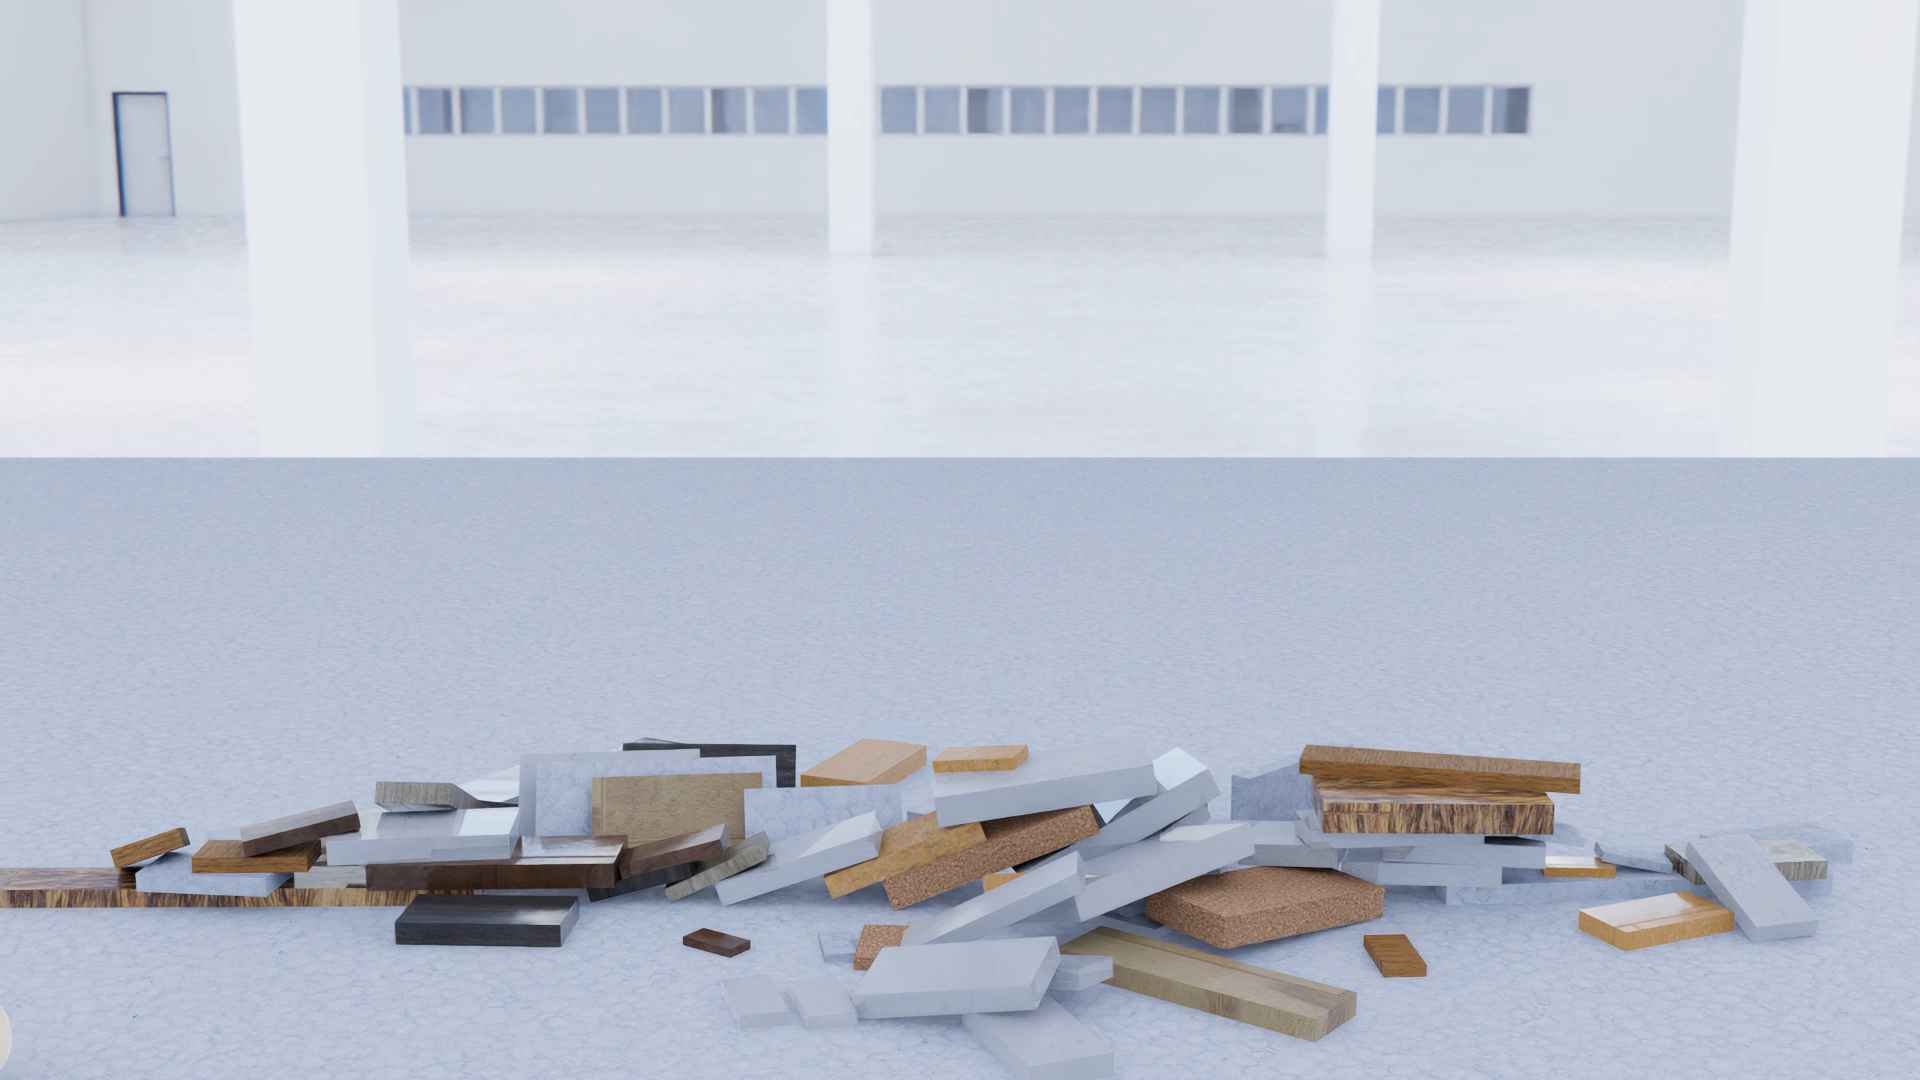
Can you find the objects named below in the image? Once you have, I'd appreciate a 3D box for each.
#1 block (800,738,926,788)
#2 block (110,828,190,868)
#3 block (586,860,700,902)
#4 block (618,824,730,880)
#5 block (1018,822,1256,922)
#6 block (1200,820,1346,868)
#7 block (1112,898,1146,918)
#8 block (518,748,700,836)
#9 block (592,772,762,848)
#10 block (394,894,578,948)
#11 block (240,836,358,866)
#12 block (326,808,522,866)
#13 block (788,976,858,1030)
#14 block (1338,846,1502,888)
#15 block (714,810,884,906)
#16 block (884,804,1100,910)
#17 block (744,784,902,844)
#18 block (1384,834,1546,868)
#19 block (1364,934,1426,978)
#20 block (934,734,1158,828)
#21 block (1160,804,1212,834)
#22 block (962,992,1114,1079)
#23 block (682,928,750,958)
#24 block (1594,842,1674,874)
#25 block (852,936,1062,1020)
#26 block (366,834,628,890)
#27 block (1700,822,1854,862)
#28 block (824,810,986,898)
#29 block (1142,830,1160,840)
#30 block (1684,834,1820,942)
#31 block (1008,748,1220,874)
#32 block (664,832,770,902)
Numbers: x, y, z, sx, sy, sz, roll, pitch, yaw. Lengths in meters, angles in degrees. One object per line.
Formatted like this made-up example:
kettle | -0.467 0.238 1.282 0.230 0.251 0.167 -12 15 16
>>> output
block | -0.186 0.450 4.314 0.140 0.040 0.280 4 11 23
block | -1.367 0.520 3.719 0.110 0.031 0.221 -18 -2 -18
block | -0.527 0.556 3.661 0.175 0.025 0.087 -15 10 4
block | -0.475 0.517 3.656 0.175 0.025 0.087 -15 10 2
block | 0.274 0.526 3.483 0.355 0.050 0.178 -15 0 -33
block | 0.511 0.508 3.686 0.259 0.037 0.130 -1 10 18
block | 0.315 0.570 3.599 0.197 0.028 0.099 -8 13 -37
block | -0.626 0.462 3.939 0.320 0.160 0.045 -1 -28 -6
block | -0.492 0.486 3.838 0.295 0.148 0.042 -1 -28 -6
block | -0.749 0.604 3.493 0.261 0.037 0.130 0 11 2
block | -1.138 0.532 3.790 0.185 0.026 0.093 -4 41 -22
block | -0.891 0.493 3.668 0.295 0.042 0.148 -2 11 -4
block | -0.200 0.670 3.184 0.071 0.020 0.142 -3 11 -16
block | 0.765 0.538 3.673 0.259 0.037 0.130 1 11 7
block | -0.265 0.528 3.658 0.271 0.038 0.135 -19 9 5
block | 0.049 0.501 3.663 0.359 0.051 0.180 -21 10 2
block | -0.237 0.498 3.811 0.271 0.135 0.038 -1 -28 -6
block | 0.837 0.502 3.660 0.259 0.037 0.130 1 11 11
block | 0.666 0.636 3.369 0.065 0.018 0.130 -1 11 -3
block | 0.138 0.398 3.651 0.359 0.051 0.180 -9 11 1
block | 0.320 0.505 3.723 0.197 0.028 0.099 -31 11 -20
block | 0.105 0.688 3.046 0.122 0.035 0.245 -4 11 -22
block | -0.379 0.628 3.428 0.097 0.014 0.049 7 13 34
block | 1.131 0.533 3.696 0.117 0.017 0.058 10 11 2
block | -0.004 0.628 3.155 0.273 0.039 0.136 -8 17 21
block | -0.765 0.536 3.656 0.405 0.042 0.148 -1 11 1
block | 1.432 0.538 3.861 0.230 0.033 0.115 -3 11 -17
block | -0.091 0.509 3.655 0.271 0.038 0.135 -21 10 2
block | 0.235 0.523 3.691 0.197 0.028 0.099 -29 10 -7
block | 1.273 0.558 3.544 0.109 0.031 0.219 -4 31 -12
block | 0.247 0.473 3.686 0.359 0.051 0.180 -29 10 -6
block | -0.403 0.543 3.657 0.175 0.025 0.087 -25 9 5
